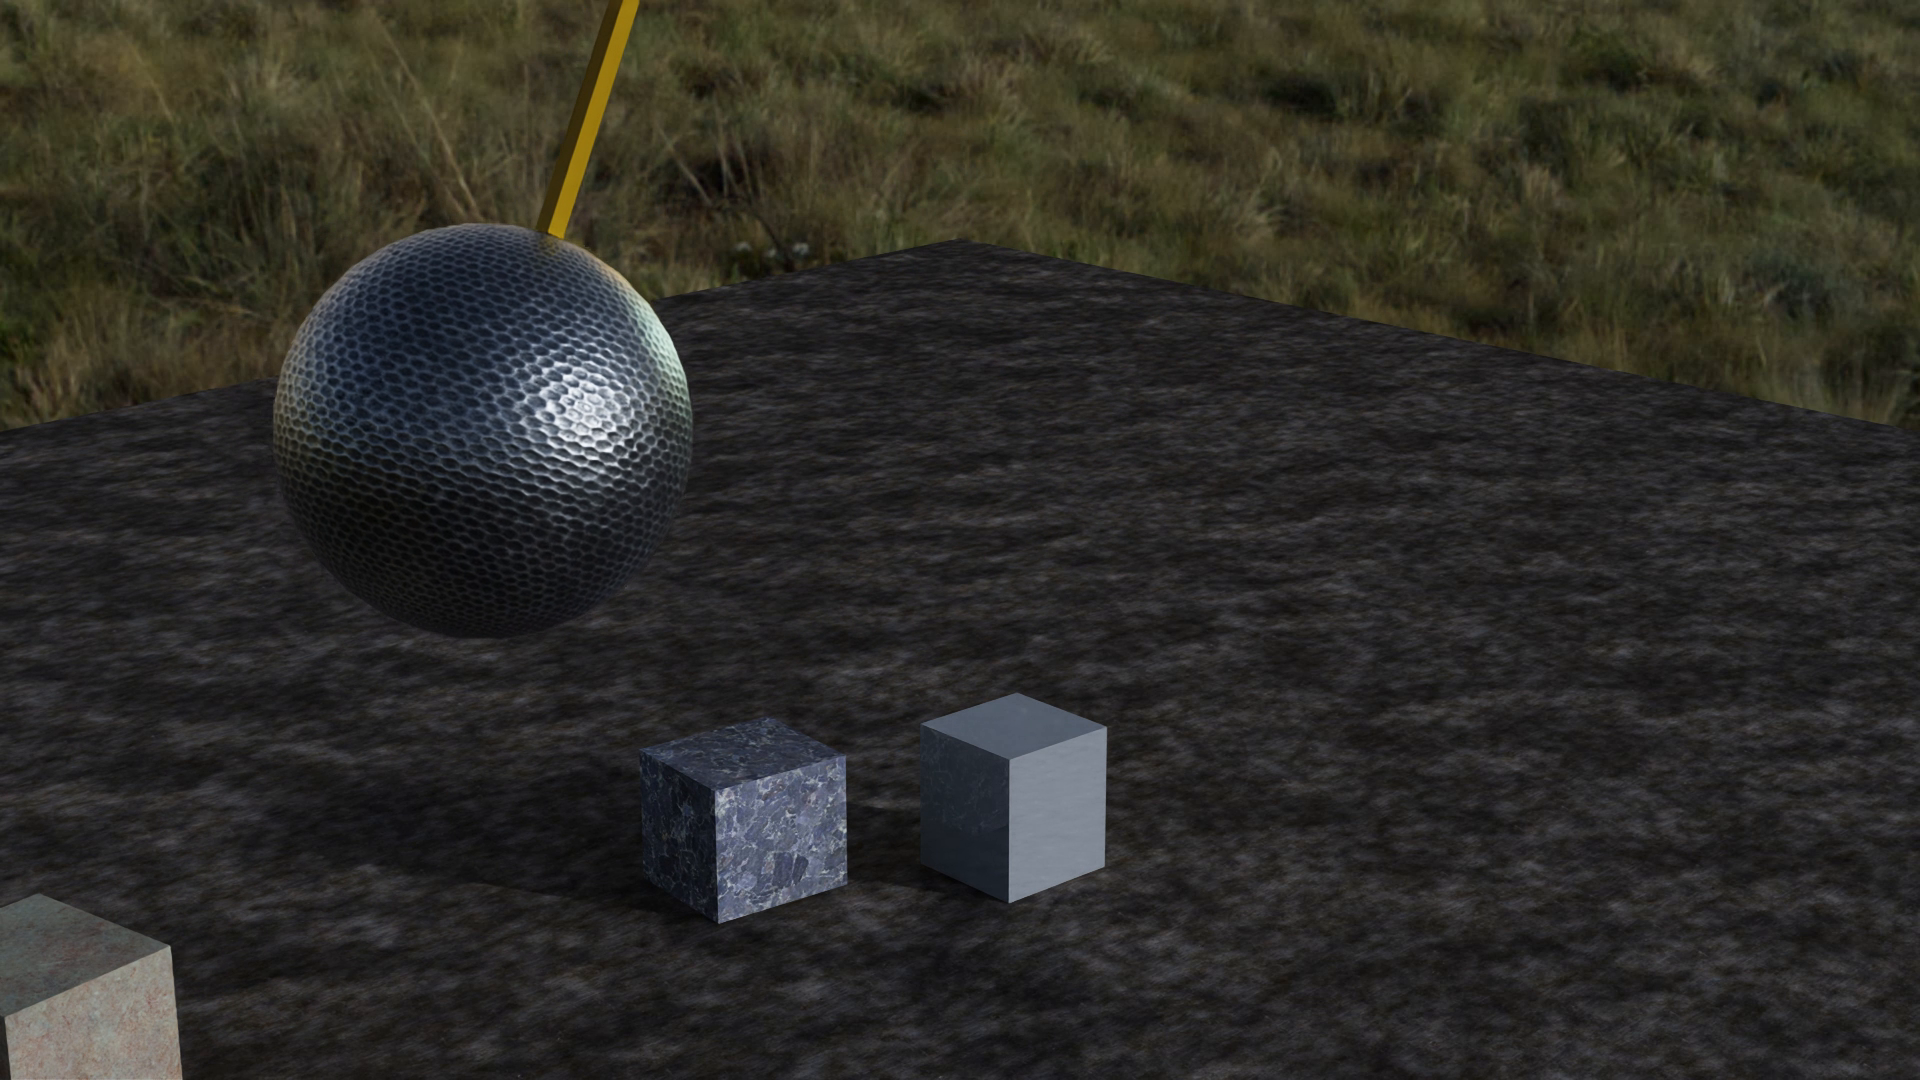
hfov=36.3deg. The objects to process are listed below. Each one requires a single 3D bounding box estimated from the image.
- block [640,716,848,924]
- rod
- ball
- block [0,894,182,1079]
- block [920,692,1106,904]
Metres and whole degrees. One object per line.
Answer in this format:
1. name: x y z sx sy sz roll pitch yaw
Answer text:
1. block: -0.981 1.257 13.294 0.698 0.631 0.625 -13 22 -35
2. rod: -0.793 -3.656 11.362 0.080 5.200 0.080 17 -2 42
3. ball: -1.829 -0.418 11.293 1.600 1.600 1.600 0 17 0
4. block: -3.534 1.890 11.158 0.805 0.704 0.743 13 21 35
5. block: 0.243 1.173 13.458 0.606 0.692 0.598 -15 23 -40
